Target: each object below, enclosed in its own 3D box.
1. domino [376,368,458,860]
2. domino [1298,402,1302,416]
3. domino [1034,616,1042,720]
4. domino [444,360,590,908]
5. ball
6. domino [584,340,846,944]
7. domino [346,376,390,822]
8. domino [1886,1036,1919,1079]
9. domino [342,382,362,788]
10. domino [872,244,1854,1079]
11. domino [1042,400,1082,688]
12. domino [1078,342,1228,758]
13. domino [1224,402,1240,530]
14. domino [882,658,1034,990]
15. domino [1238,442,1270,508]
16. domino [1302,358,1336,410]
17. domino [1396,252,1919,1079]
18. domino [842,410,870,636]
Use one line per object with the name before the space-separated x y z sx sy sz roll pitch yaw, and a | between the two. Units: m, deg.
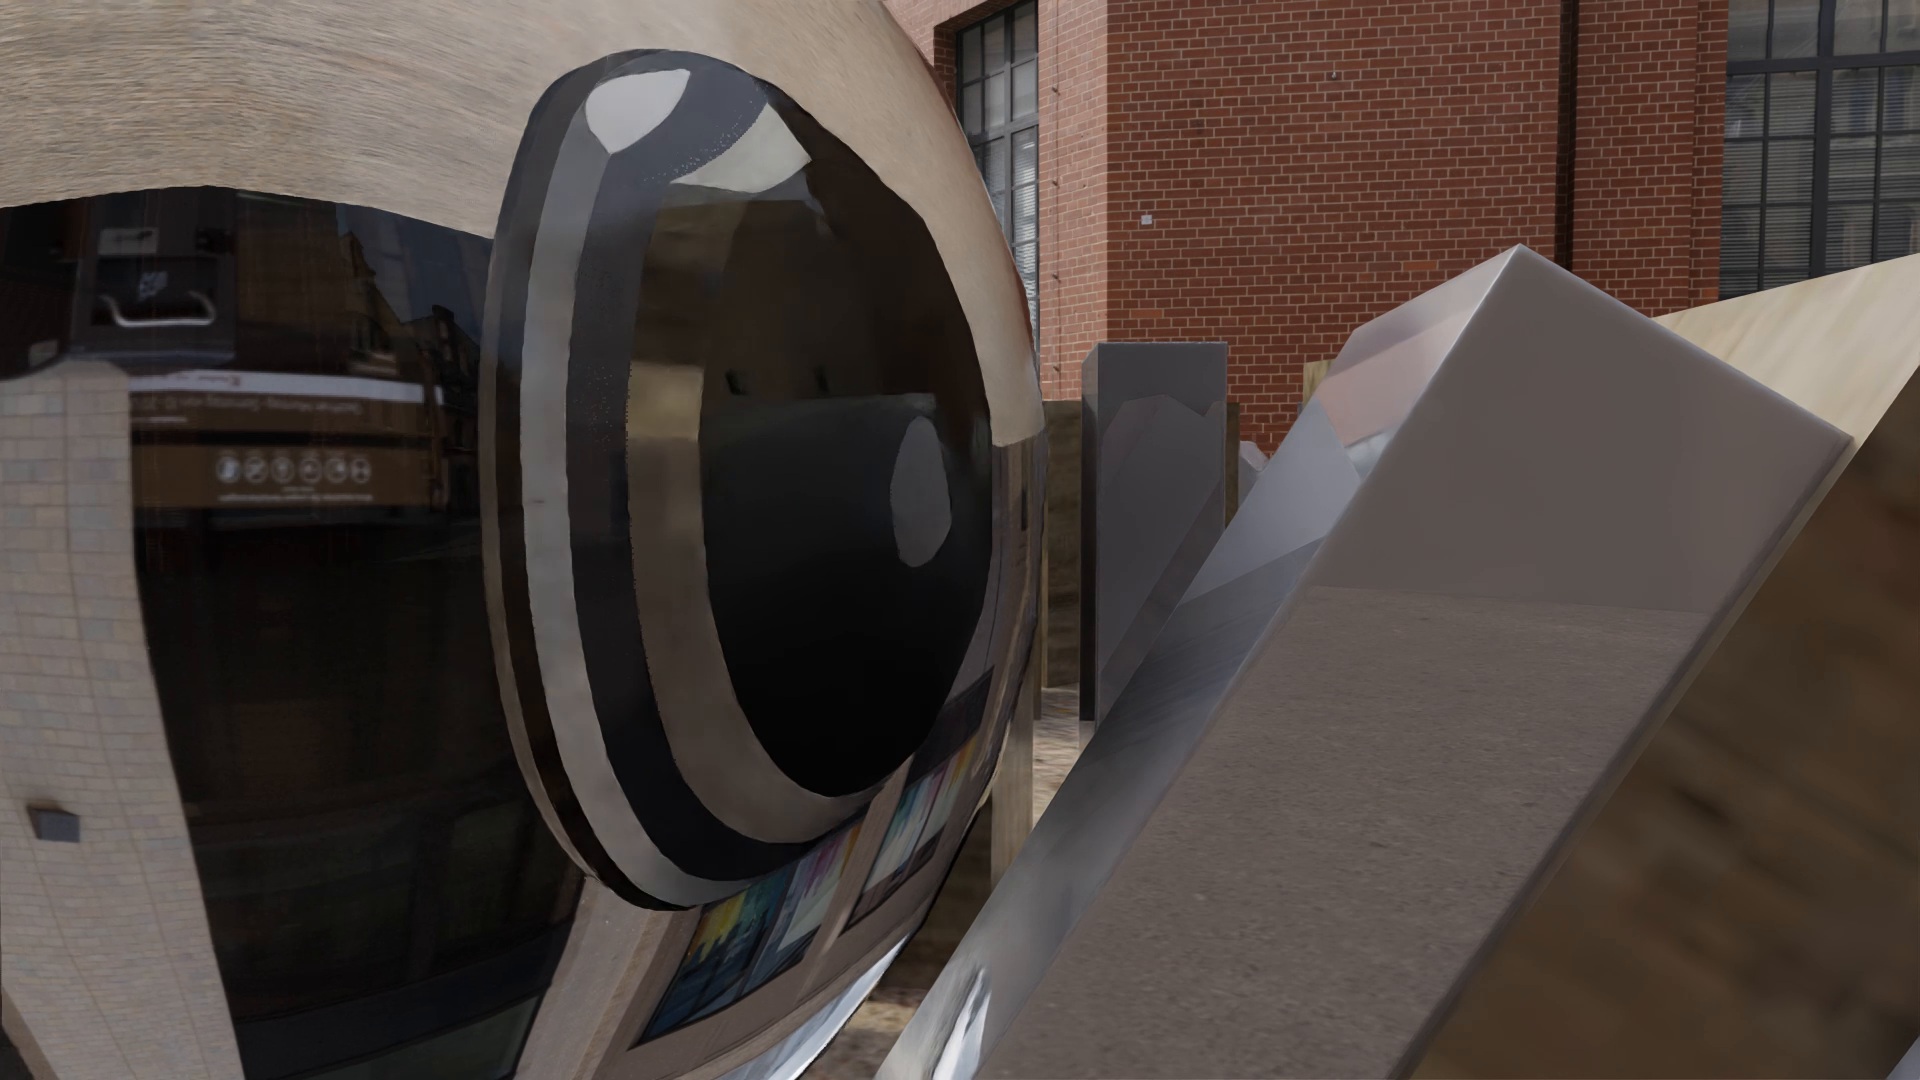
domino | -0.049 0.007 0.141 0.025 0.050 0.009 -4 6 -40
domino | 0.070 0.000 0.240 0.009 0.050 0.025 2 5 27
domino | 0.000 0.002 0.201 0.025 0.050 0.010 0 4 0
domino | -0.037 0.008 0.128 0.009 0.050 0.025 4 6 42
ball | -0.035 -0.003 0.067 0.080 0.080 0.080 0 4 0
domino | -0.022 0.008 0.119 0.009 0.050 0.025 2 2 29
domino | -0.058 0.006 0.154 0.025 0.050 0.009 -3 5 -33
domino | 0.029 0.016 0.043 0.010 0.050 0.025 32 8 4
domino | -0.066 0.005 0.167 0.025 0.050 0.009 -2 5 -26
domino | 0.007 0.015 0.048 0.010 0.050 0.025 32 8 4
domino | 0.011 0.000 0.235 0.009 0.050 0.025 -4 6 -40
domino | 0.015 0.009 0.109 0.009 0.050 0.025 0 4 3
domino | 0.048 -0.001 0.248 0.009 0.050 0.025 1 4 8
domino | 0.000 0.009 0.110 0.009 0.050 0.025 1 4 11
domino | 0.082 -0.003 0.315 0.010 0.050 0.025 -45 -15 22
domino | 0.039 0.009 0.110 0.009 0.050 0.025 -1 4 -9
domino | 0.018 0.015 0.046 0.010 0.050 0.025 32 8 4
domino | -0.032 -0.004 0.294 0.010 0.050 0.025 -3 5 -36
